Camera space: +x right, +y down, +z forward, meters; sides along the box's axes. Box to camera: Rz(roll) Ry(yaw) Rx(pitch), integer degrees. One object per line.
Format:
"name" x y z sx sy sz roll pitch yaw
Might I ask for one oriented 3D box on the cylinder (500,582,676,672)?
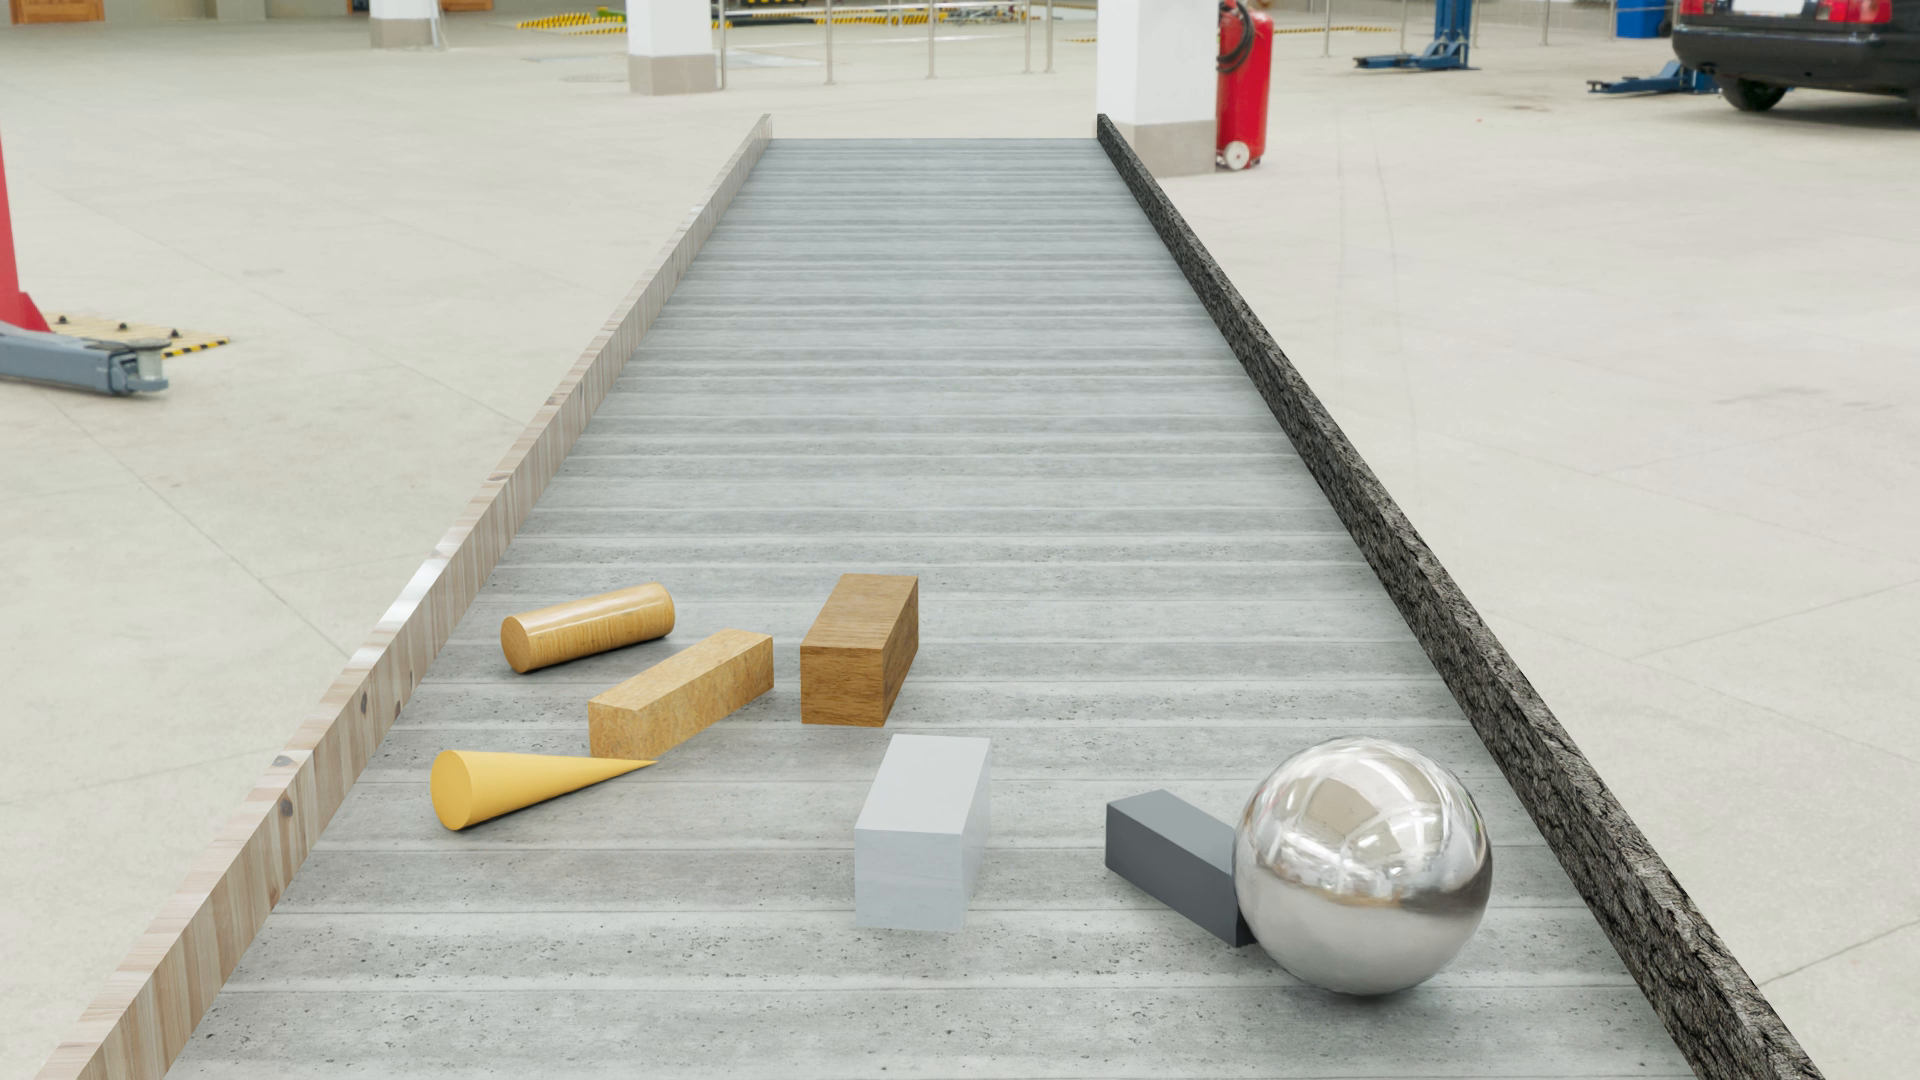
"cylinder" -0.749 0.174 4.441 0.340 0.114 0.114 -14 22 -39

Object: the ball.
"ball" 0.559 0.453 3.071 0.360 0.360 0.360 0 17 0

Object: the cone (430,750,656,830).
"cone" -0.685 0.402 3.759 0.420 0.132 0.132 -3 14 -44

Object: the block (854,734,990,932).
"block" -0.053 0.450 3.433 0.159 0.159 0.380 2 17 7

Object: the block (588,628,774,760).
"block" -0.511 0.285 4.082 0.105 0.105 0.451 8 18 26

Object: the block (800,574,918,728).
"block" -0.189 0.207 4.262 0.153 0.153 0.448 2 17 7

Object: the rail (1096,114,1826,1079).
"rail" 0.932 -0.844 7.801 0.050 0.150 12.000 0 17 -1

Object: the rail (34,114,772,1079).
"rail" -1.118 -0.838 7.780 0.050 0.150 12.000 0 17 -1

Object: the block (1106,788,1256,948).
"block" 0.363 0.497 3.363 0.109 0.109 0.330 -10 19 -30
